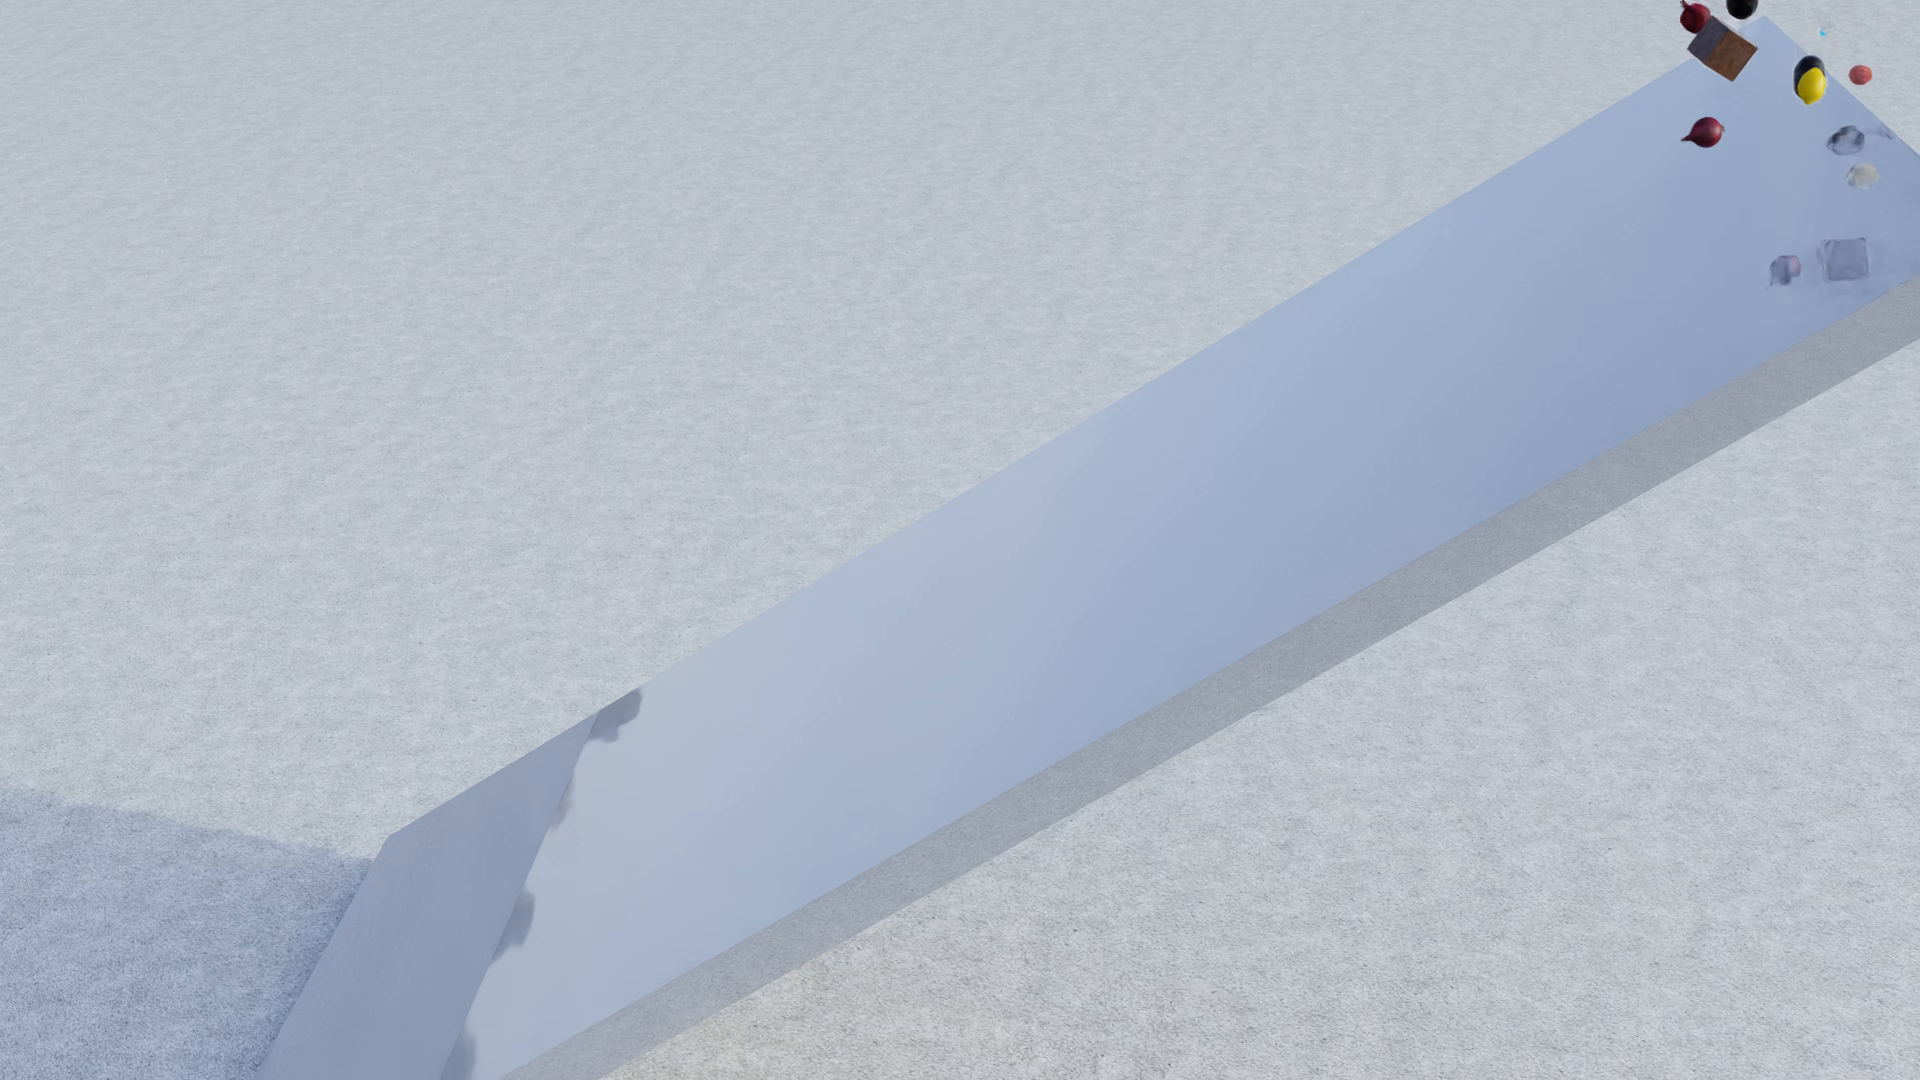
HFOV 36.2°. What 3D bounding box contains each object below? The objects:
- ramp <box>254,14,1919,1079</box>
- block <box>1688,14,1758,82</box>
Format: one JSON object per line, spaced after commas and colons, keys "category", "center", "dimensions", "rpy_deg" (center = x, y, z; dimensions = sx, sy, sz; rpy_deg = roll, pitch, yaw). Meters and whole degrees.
{"category": "ramp", "center": [0.140, 0.170, 6.295], "dimensions": [4.000, 0.100, 2.000], "rpy_deg": [-31, 15, 14]}
{"category": "block", "center": [1.492, -0.962, 5.757], "dimensions": [0.080, 0.080, 0.080], "rpy_deg": [25, 23, -25]}
